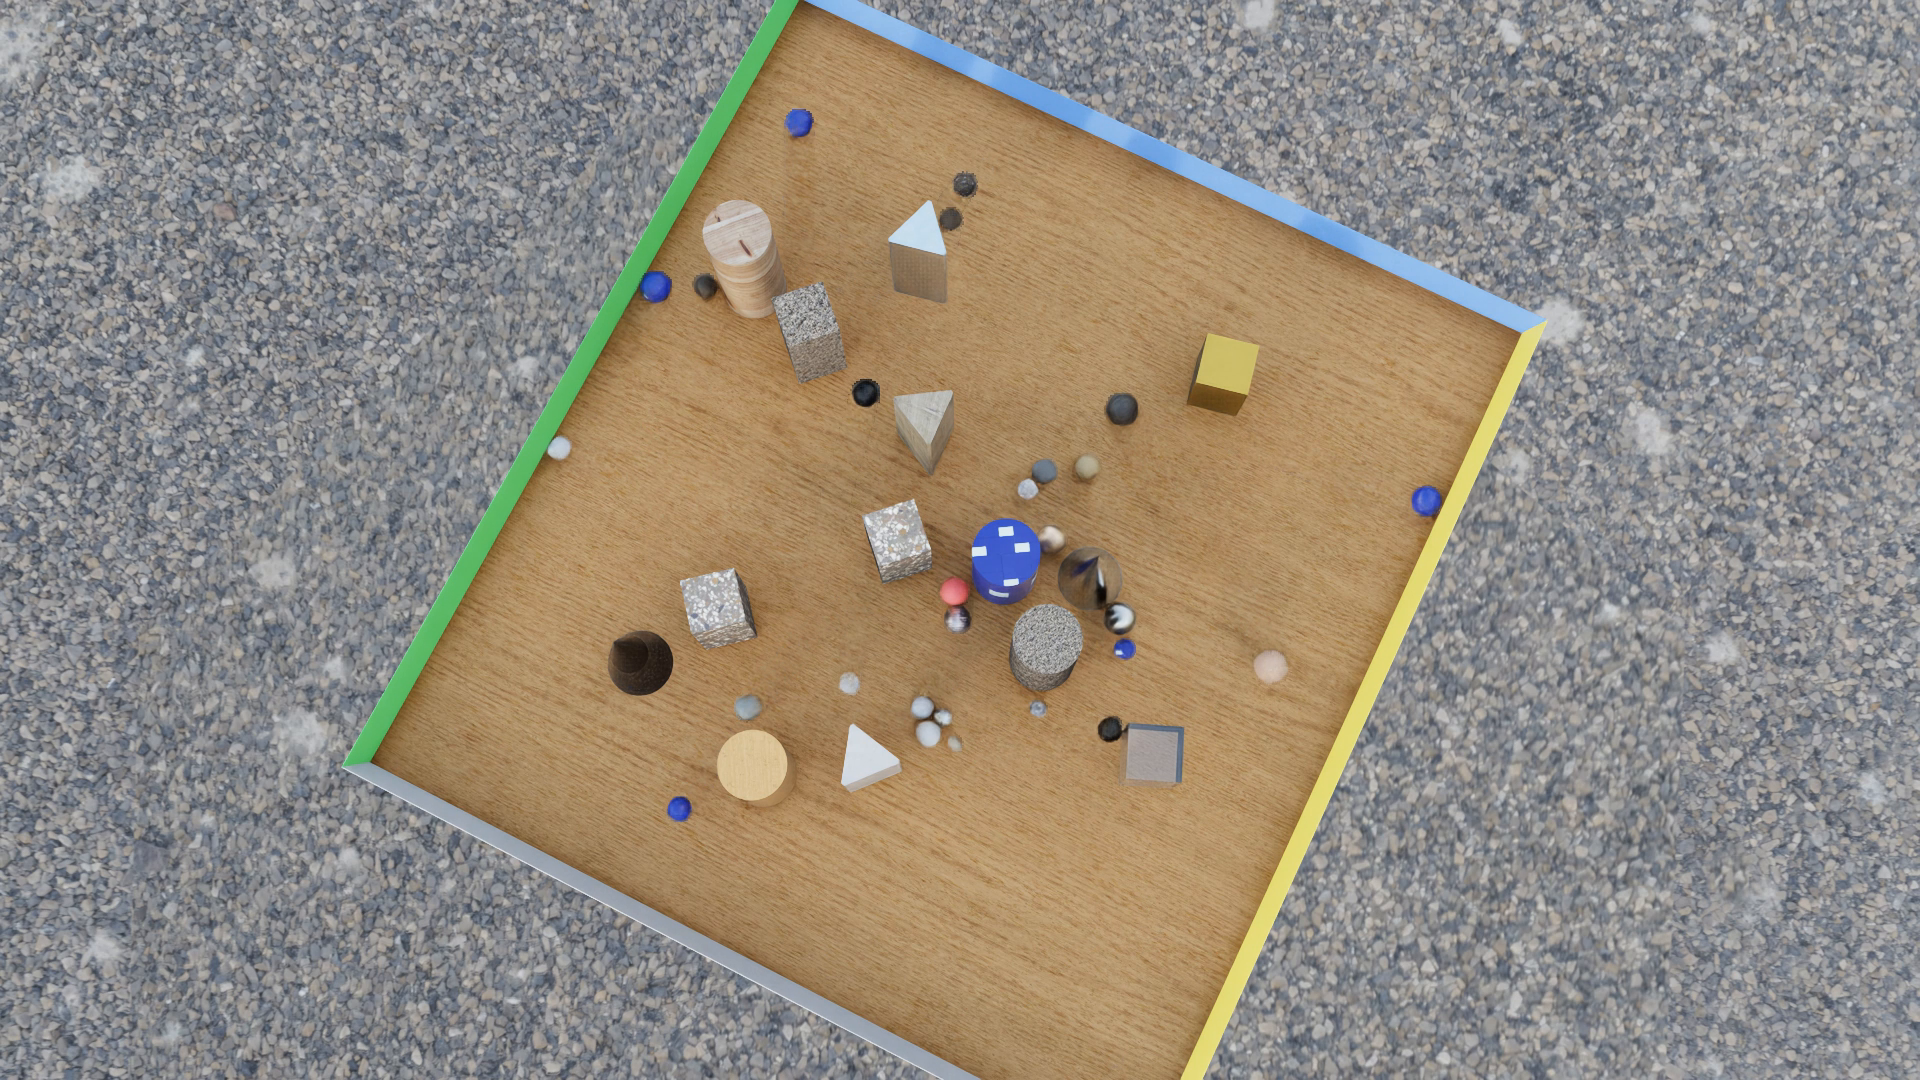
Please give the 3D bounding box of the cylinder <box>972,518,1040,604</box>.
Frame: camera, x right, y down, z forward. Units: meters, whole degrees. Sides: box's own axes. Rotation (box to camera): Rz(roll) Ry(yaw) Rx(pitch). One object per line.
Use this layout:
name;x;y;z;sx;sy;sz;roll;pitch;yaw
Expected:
cylinder;0.134;0.068;5.438;0.199;0.322;0.199;0;78;0

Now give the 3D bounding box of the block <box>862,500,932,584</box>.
block;-0.185;0.008;5.467;0.159;0.290;0.159;-18;79;-4

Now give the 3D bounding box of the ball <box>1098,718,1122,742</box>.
ball;0.447;0.566;5.461;0.075;0.075;0.075;0;78;0

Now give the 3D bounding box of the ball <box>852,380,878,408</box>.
ball;-0.292;-0.451;5.669;0.081;0.081;0.081;0;78;0

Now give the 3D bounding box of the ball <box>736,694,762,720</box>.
ball;-0.631;0.499;5.475;0.076;0.076;0.076;0;78;0

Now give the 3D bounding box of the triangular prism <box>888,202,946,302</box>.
triangular prism;-0.107;-0.882;5.578;0.172;0.433;0.149;14;79;3

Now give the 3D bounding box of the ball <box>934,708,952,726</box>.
ball;-0.053;0.530;5.480;0.053;0.053;0.053;0;78;0

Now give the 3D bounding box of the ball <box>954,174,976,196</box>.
ball;0.015;-1.126;5.814;0.071;0.071;0.071;0;78;0

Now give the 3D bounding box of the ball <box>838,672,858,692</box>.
ball;-0.333;0.428;5.497;0.060;0.060;0.060;0;78;0

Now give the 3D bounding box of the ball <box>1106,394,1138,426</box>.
ball;0.502;-0.401;5.649;0.099;0.099;0.099;0;78;0

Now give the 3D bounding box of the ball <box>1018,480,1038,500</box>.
ball;0.206;-0.155;5.617;0.062;0.062;0.062;0;78;0

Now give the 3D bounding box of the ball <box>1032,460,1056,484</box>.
ball;0.257;-0.209;5.622;0.075;0.075;0.075;0;78;0

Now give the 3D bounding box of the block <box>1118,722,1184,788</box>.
block;0.558;0.633;5.356;0.159;0.255;0.159;4;78;1

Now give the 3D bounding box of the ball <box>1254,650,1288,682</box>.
ball;0.931;0.378;5.488;0.099;0.099;0.099;0;78;0

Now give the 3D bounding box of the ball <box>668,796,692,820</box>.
ball;-0.828;0.793;5.417;0.070;0.070;0.070;0;78;0

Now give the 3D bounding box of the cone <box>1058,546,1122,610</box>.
cone;0.398;0.082;5.417;0.199;0.357;0.199;0;78;0

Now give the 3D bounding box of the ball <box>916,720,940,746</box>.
ball;-0.095;0.576;5.459;0.076;0.076;0.076;0;78;0

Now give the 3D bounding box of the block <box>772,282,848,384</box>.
block;-0.453;-0.623;5.552;0.159;0.379;0.159;-19;79;-4

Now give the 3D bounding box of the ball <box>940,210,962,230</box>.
ball;-0.029;-1.013;5.793;0.066;0.066;0.066;0;78;0

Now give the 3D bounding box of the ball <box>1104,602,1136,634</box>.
ball;0.481;0.237;5.518;0.097;0.097;0.097;0;78;0

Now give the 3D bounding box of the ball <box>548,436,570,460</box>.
ball;-1.234;-0.282;5.639;0.071;0.071;0.071;0;78;0

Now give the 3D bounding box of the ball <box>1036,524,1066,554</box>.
ball;0.277;-0.001;5.570;0.092;0.092;0.092;0;78;0

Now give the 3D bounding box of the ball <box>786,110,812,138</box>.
ball;-0.513;-1.328;5.850;0.082;0.082;0.082;0;78;0

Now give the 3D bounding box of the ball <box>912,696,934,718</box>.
ball;-0.112;0.499;5.479;0.067;0.067;0.067;0;78;0

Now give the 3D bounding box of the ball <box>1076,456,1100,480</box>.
ball;0.391;-0.223;5.625;0.075;0.075;0.075;0;78;0

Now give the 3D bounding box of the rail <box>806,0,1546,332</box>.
rail;0.624;-1.215;5.801;2.619;0.129;0.045;26;80;5

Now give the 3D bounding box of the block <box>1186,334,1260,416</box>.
block;0.801;-0.502;5.598;0.159;0.240;0.159;14;79;3

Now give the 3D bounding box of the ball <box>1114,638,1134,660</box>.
ball;0.492;0.328;5.517;0.061;0.061;0.061;0;78;0

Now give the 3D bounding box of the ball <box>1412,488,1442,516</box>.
ball;1.424;-0.116;5.595;0.090;0.090;0.090;0;78;0

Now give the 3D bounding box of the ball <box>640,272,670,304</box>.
ball;-0.953;-0.789;5.731;0.096;0.096;0.096;0;78;0

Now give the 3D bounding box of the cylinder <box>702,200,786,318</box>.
cylinder;-0.645;-0.842;5.543;0.199;0.485;0.199;0;78;0

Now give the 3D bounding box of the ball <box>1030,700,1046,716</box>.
ball;0.231;0.503;5.488;0.048;0.048;0.048;0;78;0

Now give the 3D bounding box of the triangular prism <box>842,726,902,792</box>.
triangular prism;-0.280;0.621;5.336;0.172;0.298;0.149;-22;79;-4

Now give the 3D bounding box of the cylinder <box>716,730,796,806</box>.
cylinder;-0.587;0.666;5.322;0.199;0.307;0.199;0;78;0

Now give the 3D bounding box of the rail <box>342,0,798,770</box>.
rail;-1.150;-0.556;5.665;0.045;0.129;2.838;26;80;5

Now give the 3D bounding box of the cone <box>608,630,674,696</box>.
cone;-0.966;0.327;5.323;0.199;0.442;0.199;0;78;0

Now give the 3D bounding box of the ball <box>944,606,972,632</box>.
ball;-0.007;0.238;5.525;0.083;0.083;0.083;0;78;0

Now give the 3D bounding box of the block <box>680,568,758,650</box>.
block;-0.709;0.206;5.413;0.159;0.315;0.159;-14;79;-3

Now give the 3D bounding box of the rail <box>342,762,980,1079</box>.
rail;-0.624;1.229;5.295;2.619;0.129;0.045;26;80;5

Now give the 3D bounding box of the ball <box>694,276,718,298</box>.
ball;-0.797;-0.793;5.744;0.073;0.073;0.073;0;78;0

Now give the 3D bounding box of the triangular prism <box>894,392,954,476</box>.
triangular prism;-0.081;-0.349;5.492;0.149;0.386;0.172;-36;81;-7

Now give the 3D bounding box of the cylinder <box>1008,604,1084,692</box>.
cylinder;0.247;0.318;5.349;0.199;0.396;0.199;0;78;0

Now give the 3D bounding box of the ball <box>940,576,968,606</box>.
ball;-0.018;0.155;5.540;0.087;0.087;0.087;0;78;0

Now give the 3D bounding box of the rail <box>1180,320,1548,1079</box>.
rail;1.150;0.570;5.432;0.045;0.129;2.838;26;80;5

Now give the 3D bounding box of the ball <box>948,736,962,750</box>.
ball;-0.018;0.606;5.470;0.042;0.042;0.042;0;78;0
